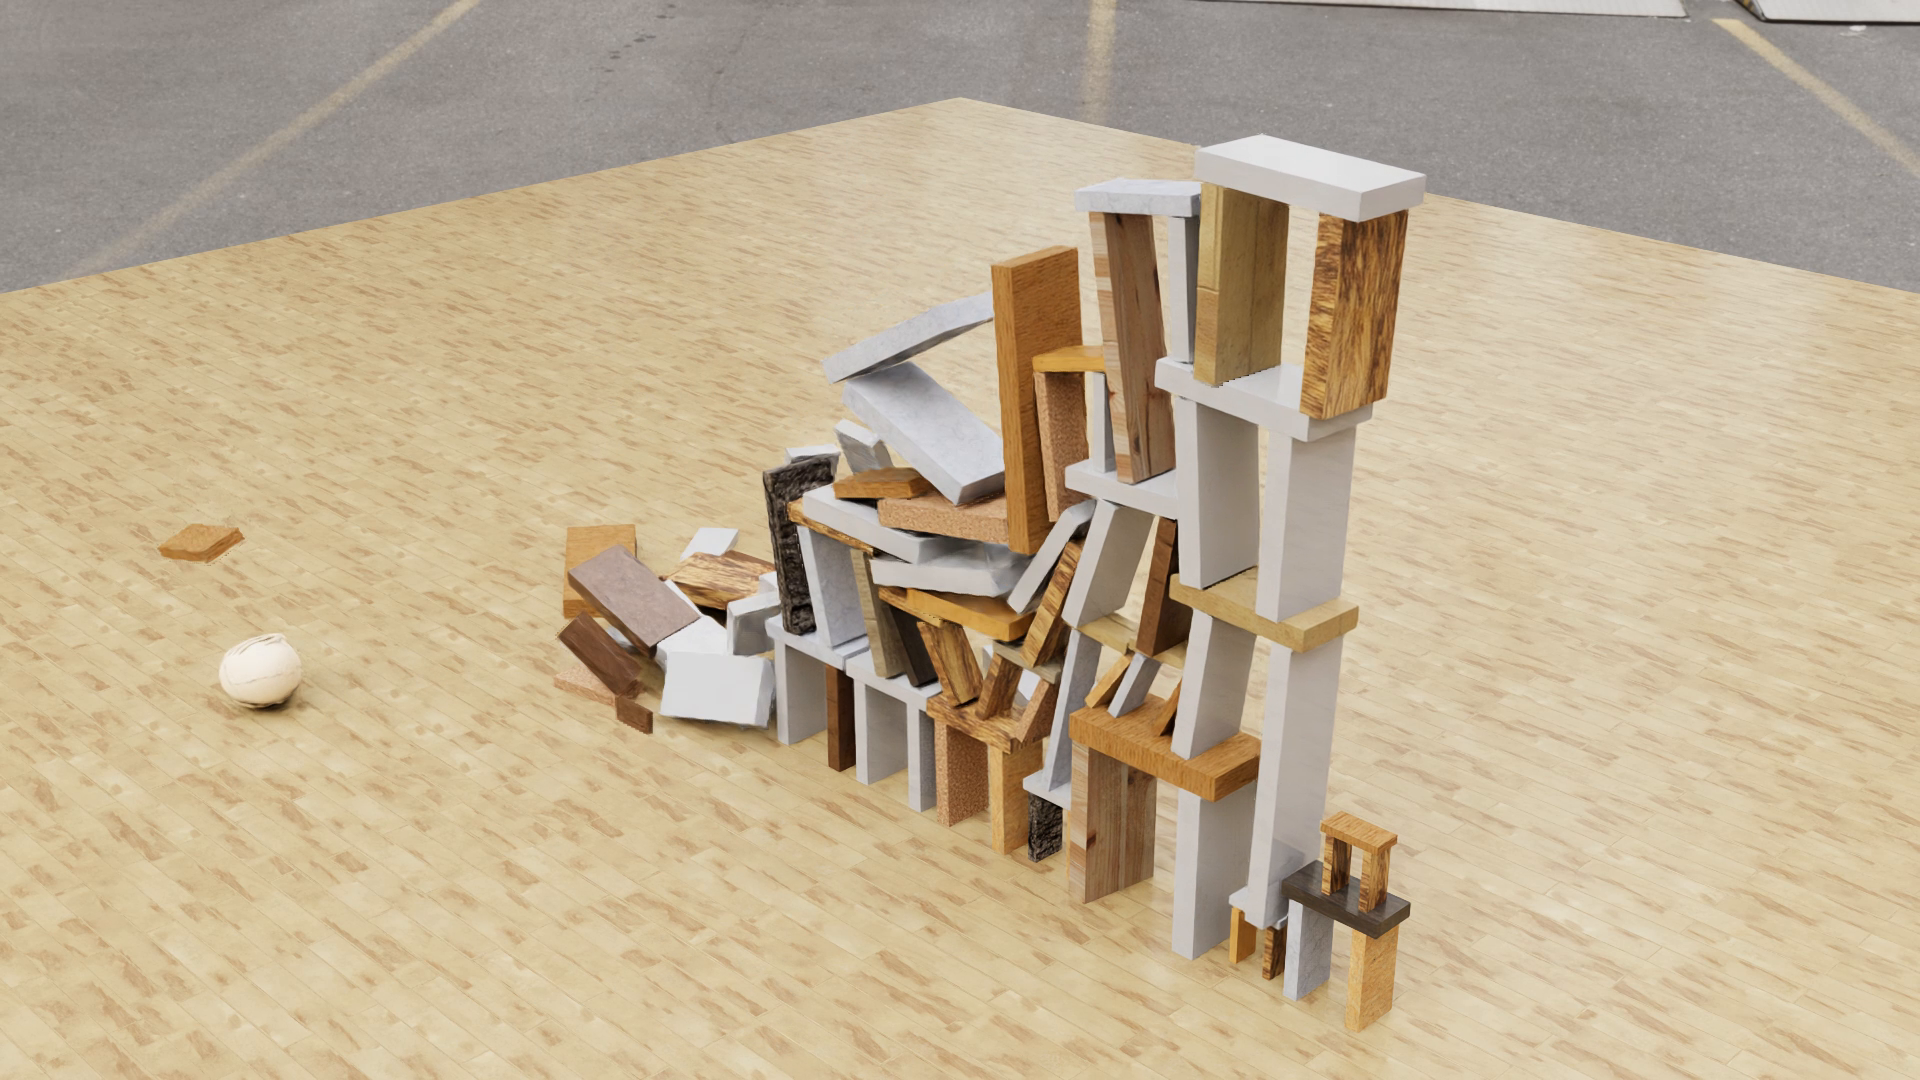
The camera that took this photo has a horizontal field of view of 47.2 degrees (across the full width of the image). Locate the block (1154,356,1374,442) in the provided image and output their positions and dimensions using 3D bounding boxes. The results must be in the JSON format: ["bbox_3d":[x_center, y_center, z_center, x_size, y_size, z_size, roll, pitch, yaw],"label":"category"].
[{"bbox_3d":[0.494,-0.246,3.594,0.163,0.046,0.327,-19,31,-38],"label":"block"}]

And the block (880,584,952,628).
[{"bbox_3d":[-0.069,0.121,4.344,0.086,0.024,0.172,-21,34,-41],"label":"block"}]

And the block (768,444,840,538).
[{"bbox_3d":[-0.331,-0.099,4.670,0.113,0.225,0.032,-7,40,-28],"label":"block"}]

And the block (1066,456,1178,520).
[{"bbox_3d":[0.329,-0.097,3.838,0.267,0.038,0.134,19,29,41],"label":"block"}]

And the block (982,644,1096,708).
[{"bbox_3d":[0.192,0.320,4.945,0.174,0.049,0.347,-8,24,-18],"label":"block"}]

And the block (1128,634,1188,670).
[{"bbox_3d":[0.382,0.195,3.908,0.151,0.021,0.076,22,31,39],"label":"block"}]

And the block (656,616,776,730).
[{"bbox_3d":[-0.522,0.292,4.887,0.149,0.042,0.298,-31,53,-35],"label":"block"}]

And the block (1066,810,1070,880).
[{"bbox_3d":[0.238,0.573,4.215,0.076,0.151,0.021,-21,31,-41],"label":"block"}]

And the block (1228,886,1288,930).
[{"bbox_3d":[0.540,0.652,3.911,0.056,0.016,0.113,-21,32,-40],"label":"block"}]

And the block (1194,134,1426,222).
[{"bbox_3d":[0.537,-0.561,3.396,0.161,0.046,0.322,-20,32,-39],"label":"block"}]

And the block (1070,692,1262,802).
[{"bbox_3d":[0.380,0.364,3.973,0.339,0.048,0.170,21,31,40],"label":"block"}]

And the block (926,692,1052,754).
[{"bbox_3d":[0.055,0.347,4.310,0.229,0.033,0.115,21,31,41],"label":"block"}]

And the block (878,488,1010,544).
[{"bbox_3d":[0.022,-0.056,4.170,0.170,0.048,0.339,-21,21,-41],"label":"block"}]

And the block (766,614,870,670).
[{"bbox_3d":[-0.282,0.202,4.616,0.244,0.035,0.122,21,31,41],"label":"block"}]

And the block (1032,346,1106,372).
[{"bbox_3d":[0.223,-0.317,3.845,0.091,0.026,0.182,-21,17,-41],"label":"block"}]

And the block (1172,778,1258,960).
[{"bbox_3d":[0.462,0.574,3.975,0.048,0.339,0.170,21,31,40],"label":"block"}]

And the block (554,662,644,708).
[{"bbox_3d":[-0.815,0.326,4.959,0.186,0.026,0.093,15,27,31],"label":"block"}]

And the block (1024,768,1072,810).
[{"bbox_3d":[0.202,0.480,4.214,0.151,0.021,0.076,21,31,41],"label":"block"}]

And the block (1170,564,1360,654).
[{"bbox_3d":[0.512,0.104,3.722,0.145,0.041,0.291,-20,31,-39],"label":"block"}]

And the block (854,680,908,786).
[{"bbox_3d":[-0.162,0.380,4.563,0.033,0.236,0.118,21,30,41],"label":"block"}]

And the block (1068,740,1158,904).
[{"bbox_3d":[0.290,0.503,4.140,0.170,0.339,0.048,-16,28,-33],"label":"block"}]

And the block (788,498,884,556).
[{"bbox_3d":[-0.215,-0.040,4.437,0.128,0.036,0.256,-21,31,-40],"label":"block"}]

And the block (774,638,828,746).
[{"bbox_3d":[-0.338,0.308,4.723,0.122,0.244,0.035,-21,31,-41],"label":"block"}]

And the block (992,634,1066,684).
[{"bbox_3d":[0.147,0.218,4.153,0.161,0.023,0.081,27,34,38],"label":"block"}]

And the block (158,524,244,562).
[{"bbox_3d":[-1.498,0.006,4.337,0.175,0.025,0.088,4,35,42],"label":"block"}]

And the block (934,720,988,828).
[{"bbox_3d":[0.004,0.448,4.409,0.115,0.230,0.033,-21,29,-41],"label":"block"}]

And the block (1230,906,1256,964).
[{"bbox_3d":[0.511,0.702,3.962,0.056,0.113,0.016,-21,31,-41],"label":"block"}]

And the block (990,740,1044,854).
[{"bbox_3d":[0.112,0.491,4.309,0.115,0.229,0.033,-21,29,-41],"label":"block"}]

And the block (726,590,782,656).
[{"bbox_3d":[-0.368,0.167,4.790,0.283,0.142,0.040,-14,48,-21],"label":"block"}]

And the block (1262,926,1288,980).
[{"bbox_3d":[0.565,0.723,3.912,0.056,0.113,0.016,-21,32,-41],"label":"block"}]

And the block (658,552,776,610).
[{"bbox_3d":[-0.533,0.112,5.308,0.348,0.049,0.174,11,26,24],"label":"block"}]

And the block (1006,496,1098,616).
[{"bbox_3d":[0.195,0.024,4.034,0.134,0.268,0.038,-23,64,-41],"label":"block"}]

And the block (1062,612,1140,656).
[{"bbox_3d":[0.269,0.158,4.003,0.151,0.021,0.076,27,35,36],"label":"block"}]

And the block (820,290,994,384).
[{"bbox_3d":[-0.089,-0.384,4.174,0.172,0.049,0.344,-21,1,-44],"label":"block"}]

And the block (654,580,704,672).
[{"bbox_3d":[-0.638,0.225,5.012,0.149,0.042,0.298,-26,56,-32],"label":"block"}]

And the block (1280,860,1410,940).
[{"bbox_3d":[0.660,0.614,3.770,0.198,0.028,0.099,21,31,41],"label":"block"}]

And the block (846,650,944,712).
[{"bbox_3d":[-0.108,0.277,4.460,0.236,0.033,0.118,21,31,41],"label":"block"}]

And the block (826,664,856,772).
[{"bbox_3d":[-0.222,0.353,4.616,0.035,0.244,0.122,21,31,41],"label":"block"}]

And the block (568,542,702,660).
[{"bbox_3d":[-0.743,0.137,5.017,0.149,0.042,0.298,-32,57,-33],"label":"block"}]

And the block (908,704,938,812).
[{"bbox_3d":[-0.051,0.423,4.461,0.033,0.236,0.118,21,30,41],"label":"block"}]

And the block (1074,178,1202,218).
[{"bbox_3d":[0.321,-0.568,3.643,0.241,0.034,0.121,11,24,41],"label":"block"}]

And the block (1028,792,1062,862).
[{"bbox_3d":[0.167,0.546,4.281,0.076,0.151,0.021,-21,31,-41],"label":"block"}]

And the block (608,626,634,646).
[{"bbox_3d":[-0.716,0.225,5.141,0.186,0.026,0.093,20,27,14],"label":"block"}]

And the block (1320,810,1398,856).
[{"bbox_3d":[0.672,0.493,3.703,0.115,0.016,0.058,21,31,41],"label":"block"}]
